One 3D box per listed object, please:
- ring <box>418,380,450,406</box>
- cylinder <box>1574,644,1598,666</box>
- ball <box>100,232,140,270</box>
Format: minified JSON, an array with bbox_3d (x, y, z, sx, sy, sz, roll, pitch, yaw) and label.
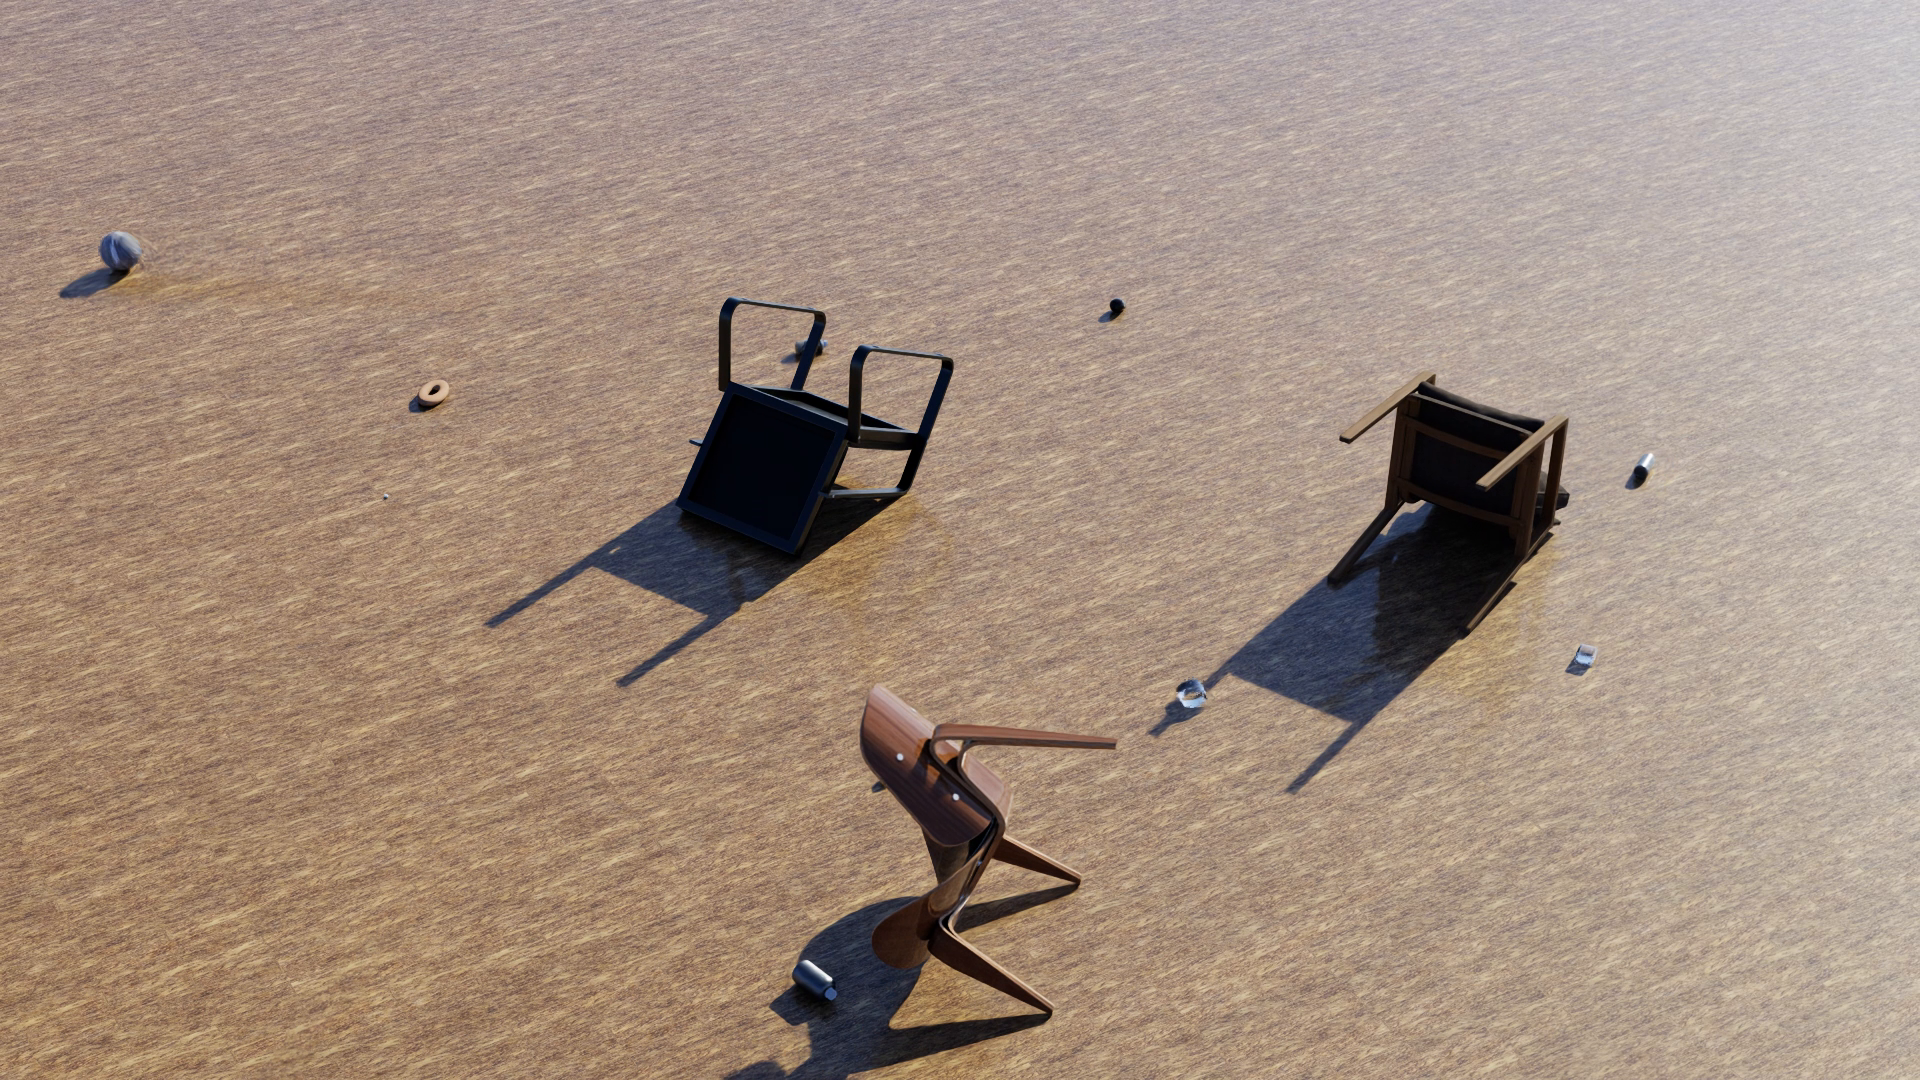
[{"bbox_3d":[-2.122,-0.592,11.809,0.115,0.038,0.185,9,35,11],"label":"ring"},{"bbox_3d":[2.198,0.402,10.292,0.056,0.047,0.091,15,39,22],"label":"cylinder"},{"bbox_3d":[-3.632,-1.250,12.688,0.169,0.169,0.169,0,33,0],"label":"ball"}]
